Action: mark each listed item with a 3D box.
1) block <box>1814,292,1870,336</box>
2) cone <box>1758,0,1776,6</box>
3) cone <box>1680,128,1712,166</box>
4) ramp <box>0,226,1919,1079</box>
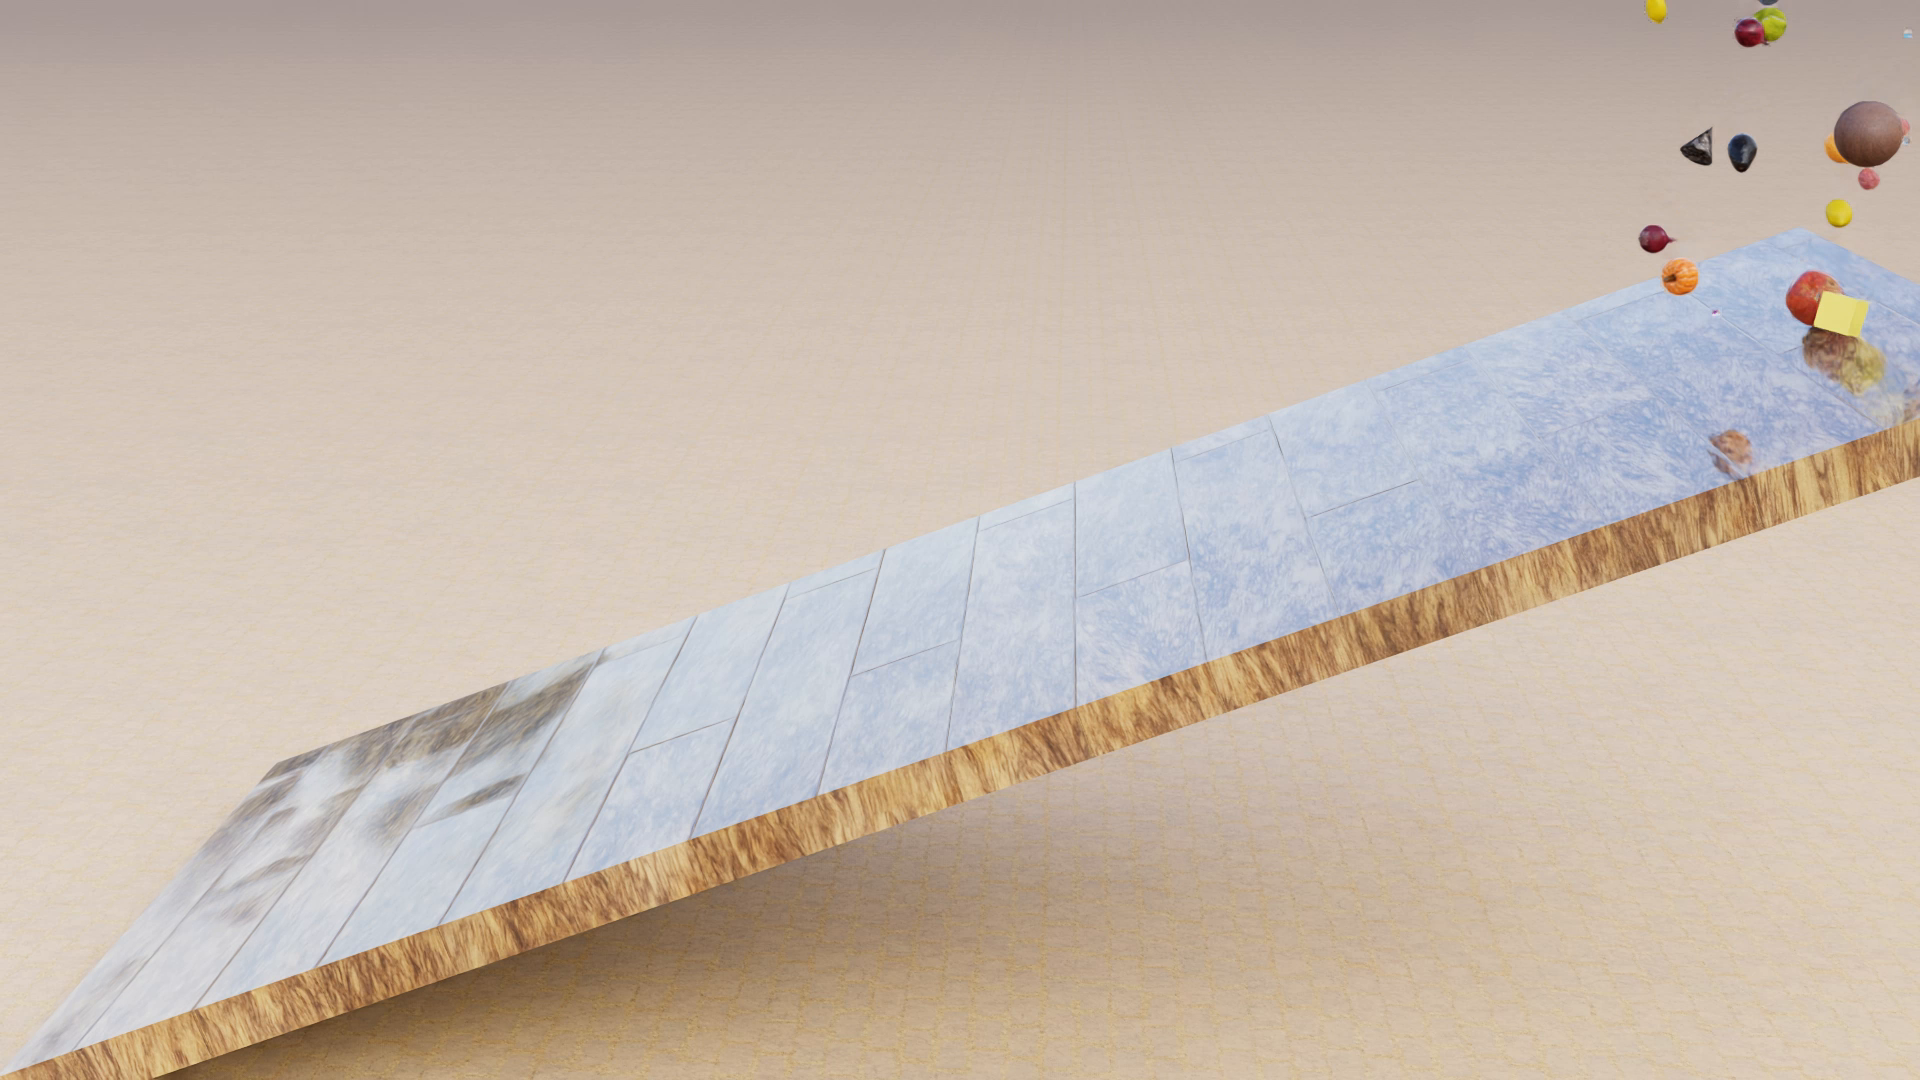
[{"bbox_3d":[1.739,-0.446,5.801,0.071,0.071,0.071,21,13,33],"label":"block"},{"bbox_3d":[1.604,-1.106,5.905,0.066,0.066,0.066,-4,8,-17],"label":"cone"},{"bbox_3d":[1.526,-0.817,6.032,0.070,0.070,0.070,29,-10,6],"label":"cone"},{"bbox_3d":[0.115,0.177,6.298,4.000,0.100,2.000,-19,11,6],"label":"ramp"}]
